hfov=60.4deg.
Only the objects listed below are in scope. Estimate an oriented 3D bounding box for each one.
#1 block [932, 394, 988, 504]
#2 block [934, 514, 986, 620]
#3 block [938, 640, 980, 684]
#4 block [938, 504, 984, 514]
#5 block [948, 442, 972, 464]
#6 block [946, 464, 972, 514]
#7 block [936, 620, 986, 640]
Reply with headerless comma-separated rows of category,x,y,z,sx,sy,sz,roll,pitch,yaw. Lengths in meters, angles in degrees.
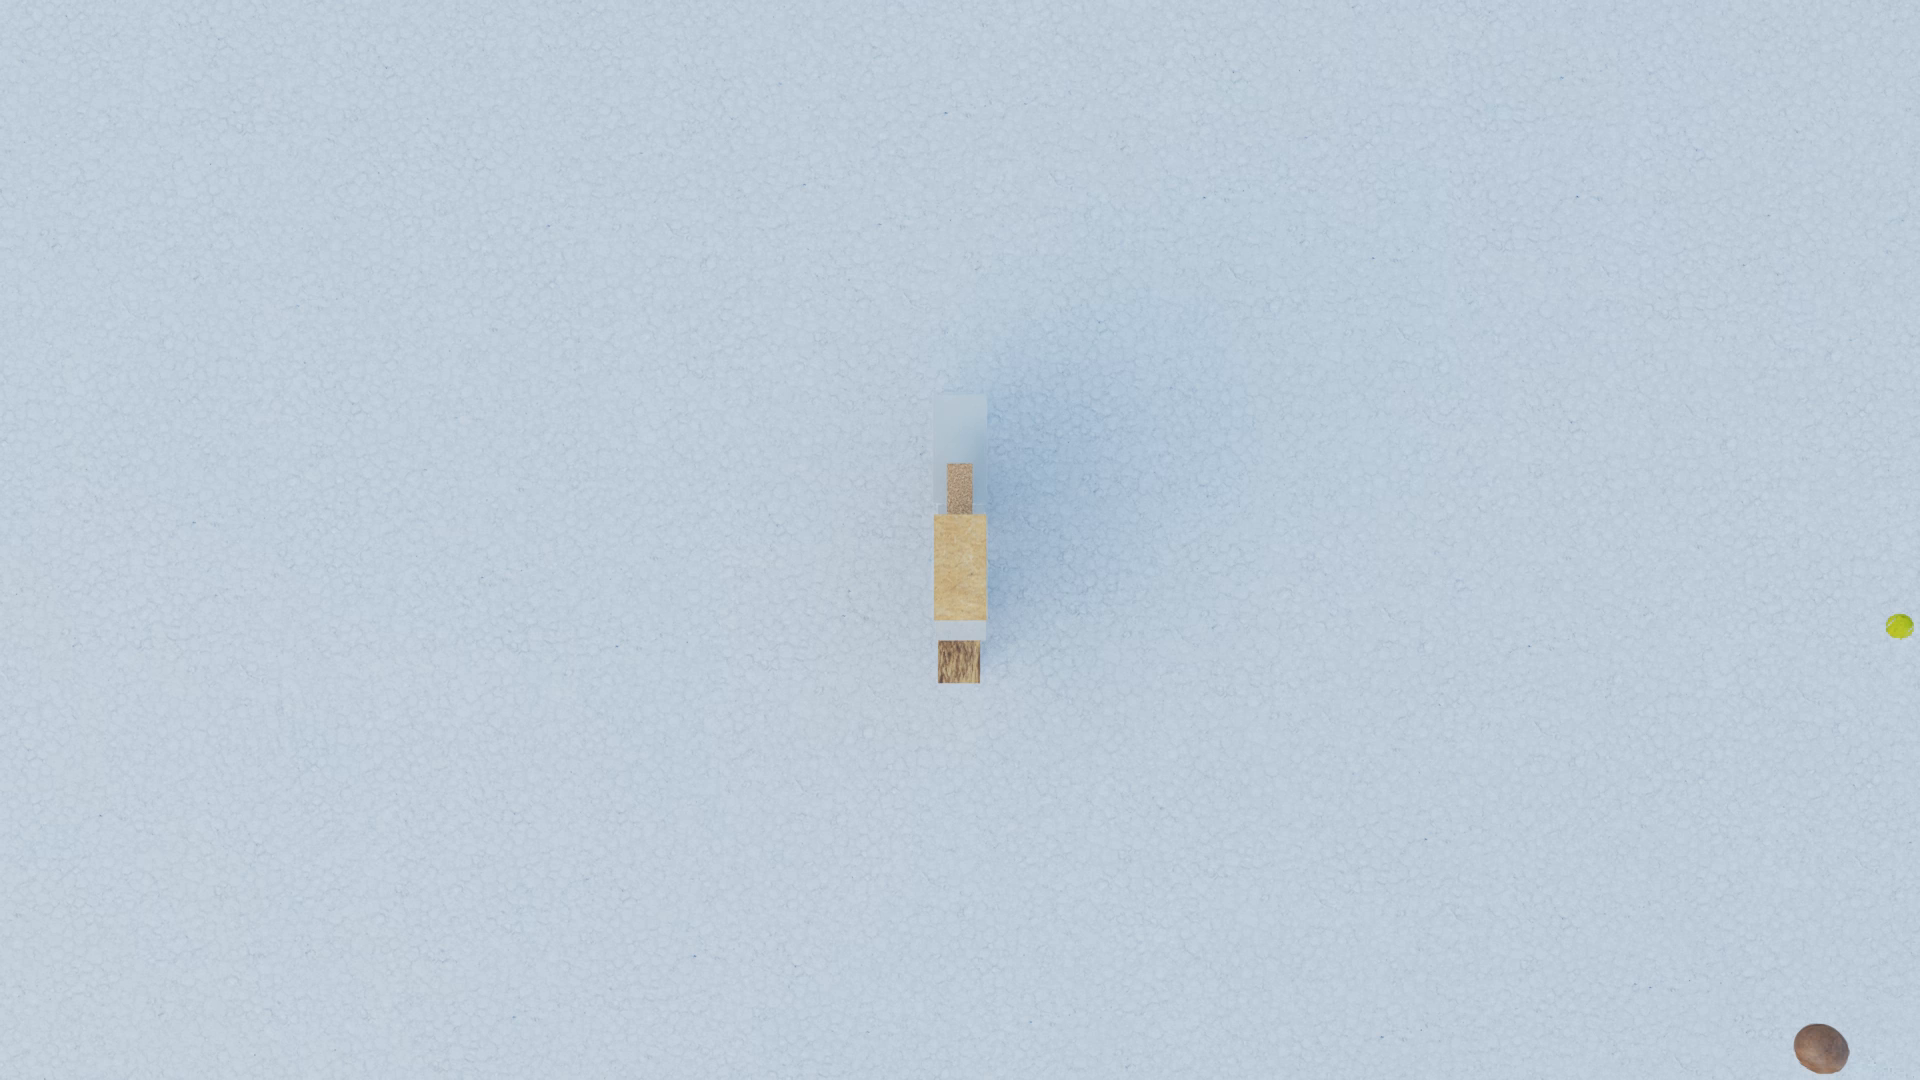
block,0.000,-0.283,5.140,0.168,0.048,0.337,0,90,0
block,0.001,0.075,4.525,0.145,0.041,0.290,0,90,0
block,-0.002,0.318,5.215,0.133,0.038,0.266,0,90,0
block,0.003,0.035,5.190,0.145,0.041,0.290,0,90,0
block,0.000,-0.222,4.962,0.072,0.020,0.143,0,90,0
block,0.000,-0.147,4.791,0.075,0.021,0.150,0,90,0
block,0.003,0.148,4.856,0.146,0.041,0.292,0,90,0
